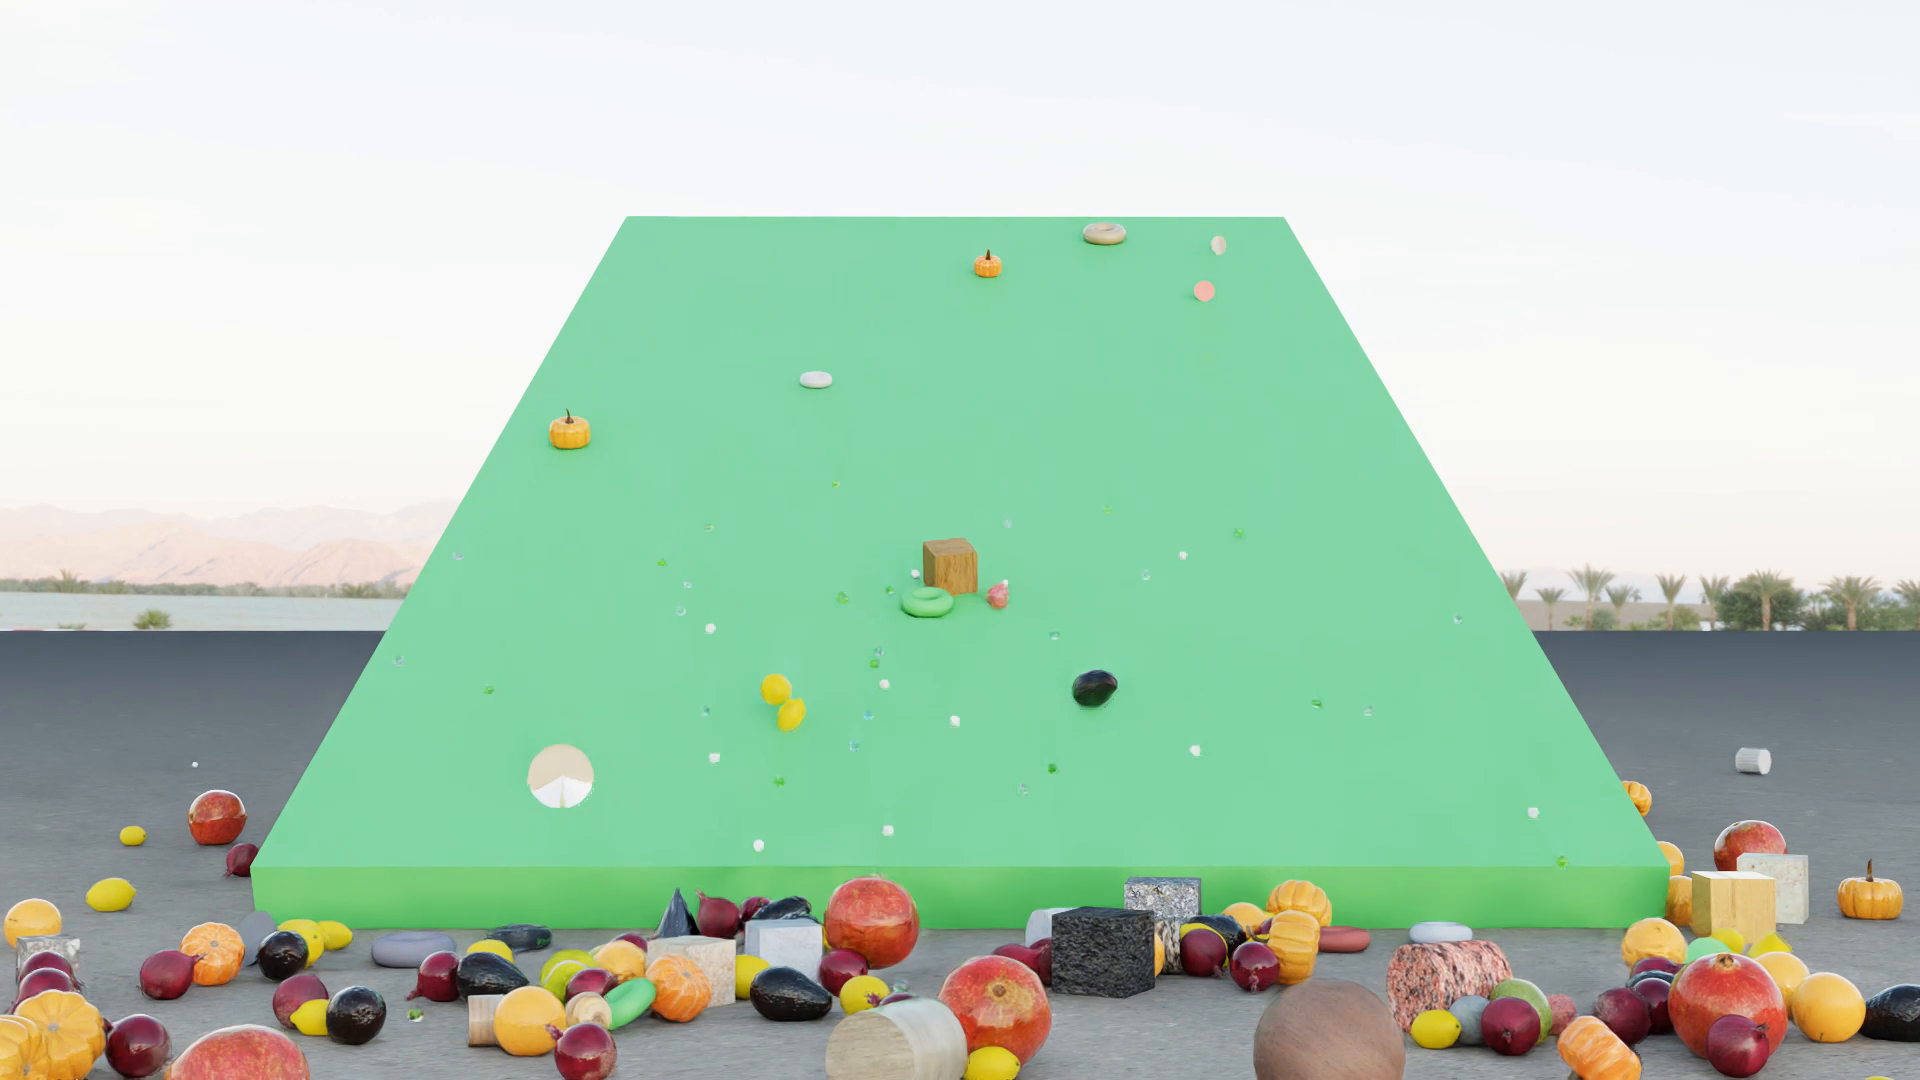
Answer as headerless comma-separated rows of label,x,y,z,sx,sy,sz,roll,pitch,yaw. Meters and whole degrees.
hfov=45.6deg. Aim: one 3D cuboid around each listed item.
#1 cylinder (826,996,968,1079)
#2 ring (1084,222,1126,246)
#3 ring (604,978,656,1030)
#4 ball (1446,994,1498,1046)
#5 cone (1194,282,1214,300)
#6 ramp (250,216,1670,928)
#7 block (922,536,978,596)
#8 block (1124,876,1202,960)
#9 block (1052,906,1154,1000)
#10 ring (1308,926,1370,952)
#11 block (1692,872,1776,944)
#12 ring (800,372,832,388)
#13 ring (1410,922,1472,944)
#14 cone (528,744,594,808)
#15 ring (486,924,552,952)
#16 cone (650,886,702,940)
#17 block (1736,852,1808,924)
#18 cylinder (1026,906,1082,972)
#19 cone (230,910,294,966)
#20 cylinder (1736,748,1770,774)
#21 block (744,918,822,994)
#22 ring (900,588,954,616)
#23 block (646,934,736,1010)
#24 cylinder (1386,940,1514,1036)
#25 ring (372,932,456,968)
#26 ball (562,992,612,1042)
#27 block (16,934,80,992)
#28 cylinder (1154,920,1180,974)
cylinder,-0.056,0.462,2.047,0.092,0.092,0.092,-1,-2,30
ring,0.420,-0.890,6.645,0.126,0.042,0.126,0,25,0
ring,-0.362,0.498,2.450,0.077,0.026,0.077,-29,10,5
ball,0.527,0.494,2.349,0.051,0.051,0.051,0,-2,0
cone,0.644,-0.656,6.066,0.054,0.054,0.054,0,-6,-6
ramp,-0.006,-0.216,5.097,2.000,0.100,4.000,0,21,0
block,-0.019,0.049,4.164,0.080,0.080,0.080,-6,22,-16
block,0.267,0.496,2.998,0.096,0.096,0.096,0,-2,9
block,0.170,0.487,2.700,0.092,0.092,0.092,-1,-2,28
ring,0.503,0.531,3.037,0.083,0.028,0.083,-1,-2,0
block,1.065,0.505,3.146,0.087,0.087,0.087,0,-2,1
ring,-0.336,-0.374,5.331,0.077,0.026,0.077,1,20,0
ring,0.651,0.533,3.090,0.084,0.028,0.084,1,-3,0
cone,-0.598,0.354,3.425,0.095,0.095,0.095,0,-6,-9
ring,-0.589,0.531,3.053,0.087,0.029,0.087,-1,-2,0
cone,-0.376,0.502,3.037,0.085,0.085,0.085,0,-2,0
block,1.196,0.511,3.360,0.091,0.091,0.091,-1,-2,25
cylinder,0.135,0.499,2.856,0.078,0.078,0.078,1,-2,-27
cone,-0.882,0.524,2.932,0.075,0.075,0.075,-1,-29,35
cylinder,2.301,0.642,6.623,0.070,0.070,0.070,2,-3,-41
block,-0.211,0.495,2.720,0.076,0.076,0.076,1,-2,-18
ring,-0.059,0.110,4.074,0.094,0.031,0.094,1,21,0
block,-0.307,0.493,2.609,0.071,0.071,0.071,-2,-3,41
cylinder,0.520,0.475,2.423,0.095,0.095,0.095,1,-2,-24
ring,-0.697,0.523,2.914,0.106,0.035,0.106,0,-1,0
ball,-0.387,0.495,2.370,0.051,0.051,0.051,0,-2,0
block,-1.089,0.504,2.726,0.058,0.058,0.058,1,-3,-35
cylinder,0.240,0.504,2.836,0.066,0.066,0.066,0,-2,6
